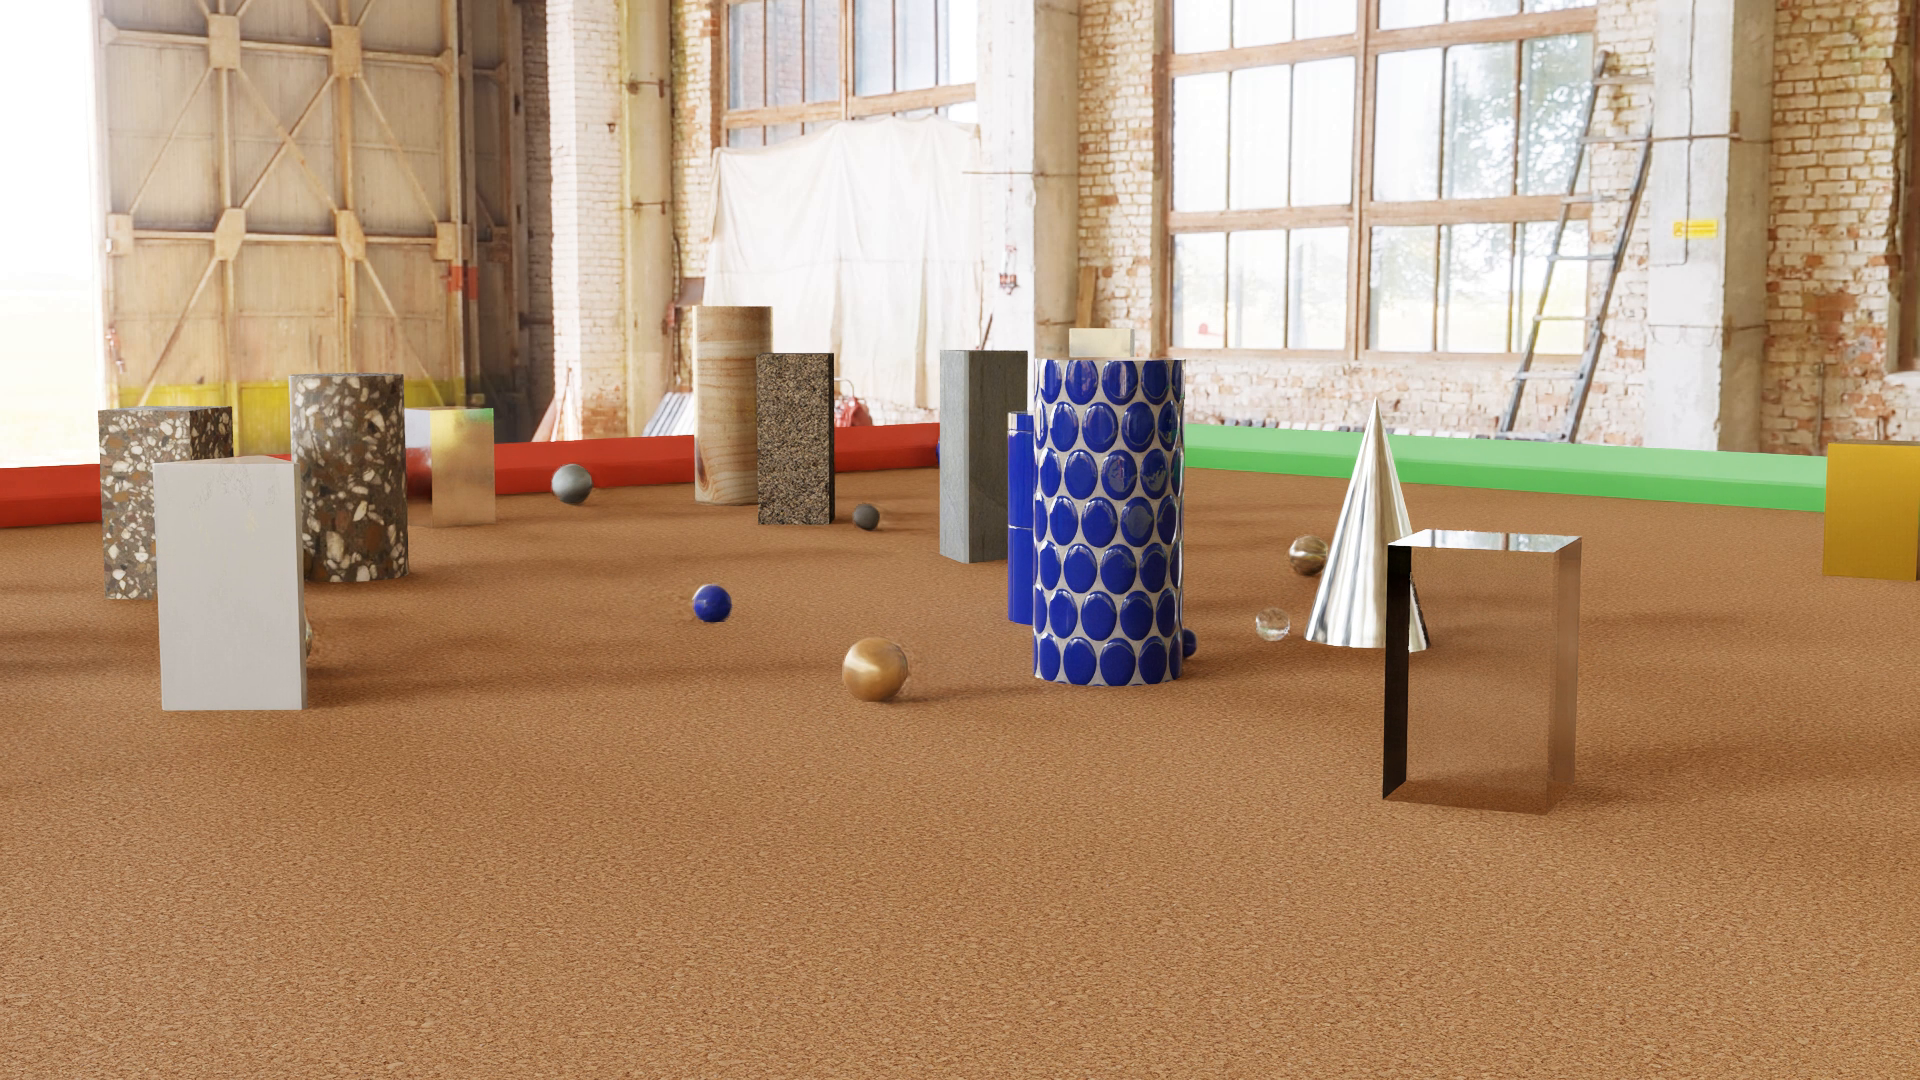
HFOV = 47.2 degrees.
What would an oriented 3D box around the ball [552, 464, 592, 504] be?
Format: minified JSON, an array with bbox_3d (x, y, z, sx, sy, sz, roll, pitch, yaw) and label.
[{"bbox_3d":[-0.867,-0.124,4.919,0.091,0.091,0.091,0,6,0],"label":"ball"}]

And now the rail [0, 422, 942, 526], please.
[{"bbox_3d":[-1.414,-0.132,4.856,4.663,0.118,0.045,-6,8,-42],"label":"rail"}]

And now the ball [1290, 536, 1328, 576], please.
[{"bbox_3d":[0.577,0.026,3.636,0.064,0.064,0.064,0,6,0],"label":"ball"}]

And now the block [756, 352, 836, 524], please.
[{"bbox_3d":[-0.337,-0.210,4.527,0.145,0.345,0.145,0,6,1],"label":"block"}]

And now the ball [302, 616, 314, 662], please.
[{"bbox_3d":[-0.827,0.121,2.673,0.080,0.080,0.080,0,6,0],"label":"ball"}]

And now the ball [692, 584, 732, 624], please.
[{"bbox_3d":[-0.348,0.089,3.088,0.055,0.055,0.055,0,6,0],"label":"ball"}]

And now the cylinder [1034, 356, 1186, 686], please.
[{"bbox_3d":[0.179,-0.027,2.648,0.181,0.381,0.181,0,6,0],"label":"cylinder"}]

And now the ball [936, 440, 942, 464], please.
[{"bbox_3d":[-0.024,-0.240,6.023,0.087,0.087,0.087,0,6,0],"label":"ball"}]

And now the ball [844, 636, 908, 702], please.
[{"bbox_3d":[-0.095,0.146,2.478,0.073,0.073,0.073,0,6,0],"label":"ball"}]

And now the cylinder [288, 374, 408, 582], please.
[{"bbox_3d":[-1.005,-0.106,3.621,0.181,0.331,0.181,0,6,0],"label":"cylinder"}]

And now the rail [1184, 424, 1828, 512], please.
[{"bbox_3d":[1.696,-0.136,4.889,0.045,0.118,4.218,-6,8,-42],"label":"rail"}]

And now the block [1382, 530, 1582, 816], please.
[{"bbox_3d":[0.478,0.116,2.008,0.145,0.232,0.145,3,7,25],"label":"block"}]

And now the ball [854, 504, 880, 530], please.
[{"bbox_3d":[-0.185,-0.045,4.361,0.052,0.052,0.052,0,6,0],"label":"ball"}]

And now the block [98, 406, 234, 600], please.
[{"bbox_3d":[-1.220,-0.060,3.394,0.145,0.287,0.145,1,6,7],"label":"block"}]

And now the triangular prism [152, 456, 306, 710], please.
[{"bbox_3d":[-0.804,0.045,2.483,0.157,0.272,0.136,0,6,-2],"label":"triangular prism"}]

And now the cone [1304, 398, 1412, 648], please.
[{"bbox_3d":[0.553,-0.031,2.938,0.181,0.326,0.181,0,6,0],"label":"cone"}]

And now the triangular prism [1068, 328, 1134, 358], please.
[{"bbox_3d":[0.335,-0.254,4.704,0.157,0.395,0.136,4,7,35],"label":"triangular prism"}]

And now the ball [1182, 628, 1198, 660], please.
[{"bbox_3d":[0.280,0.130,2.771,0.040,0.040,0.040,0,6,0],"label":"ball"}]

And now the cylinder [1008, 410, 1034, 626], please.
[{"bbox_3d":[0.158,-0.034,3.121,0.181,0.293,0.181,0,6,0],"label":"cylinder"}]

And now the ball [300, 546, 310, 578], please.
[{"bbox_3d":[-1.077,0.037,3.537,0.064,0.064,0.064,0,6,0],"label":"ball"}]

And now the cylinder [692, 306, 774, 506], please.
[{"bbox_3d":[-0.509,-0.305,4.957,0.181,0.442,0.181,0,6,0],"label":"cylinder"}]

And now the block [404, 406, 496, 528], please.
[{"bbox_3d":[-1.051,-0.151,4.483,0.145,0.236,0.145,-6,8,-44],"label":"block"}]

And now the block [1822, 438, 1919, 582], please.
[{"bbox_3d":[1.527,-0.052,3.642,0.145,0.219,0.145,4,7,35],"label":"block"}]

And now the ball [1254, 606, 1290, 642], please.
[{"bbox_3d":[0.414,0.112,2.919,0.046,0.046,0.046,0,6,0],"label":"ball"}]

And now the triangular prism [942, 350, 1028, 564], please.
[{"bbox_3d":[0.016,-0.152,3.885,0.136,0.365,0.157,6,8,44],"label":"triangular prism"}]
